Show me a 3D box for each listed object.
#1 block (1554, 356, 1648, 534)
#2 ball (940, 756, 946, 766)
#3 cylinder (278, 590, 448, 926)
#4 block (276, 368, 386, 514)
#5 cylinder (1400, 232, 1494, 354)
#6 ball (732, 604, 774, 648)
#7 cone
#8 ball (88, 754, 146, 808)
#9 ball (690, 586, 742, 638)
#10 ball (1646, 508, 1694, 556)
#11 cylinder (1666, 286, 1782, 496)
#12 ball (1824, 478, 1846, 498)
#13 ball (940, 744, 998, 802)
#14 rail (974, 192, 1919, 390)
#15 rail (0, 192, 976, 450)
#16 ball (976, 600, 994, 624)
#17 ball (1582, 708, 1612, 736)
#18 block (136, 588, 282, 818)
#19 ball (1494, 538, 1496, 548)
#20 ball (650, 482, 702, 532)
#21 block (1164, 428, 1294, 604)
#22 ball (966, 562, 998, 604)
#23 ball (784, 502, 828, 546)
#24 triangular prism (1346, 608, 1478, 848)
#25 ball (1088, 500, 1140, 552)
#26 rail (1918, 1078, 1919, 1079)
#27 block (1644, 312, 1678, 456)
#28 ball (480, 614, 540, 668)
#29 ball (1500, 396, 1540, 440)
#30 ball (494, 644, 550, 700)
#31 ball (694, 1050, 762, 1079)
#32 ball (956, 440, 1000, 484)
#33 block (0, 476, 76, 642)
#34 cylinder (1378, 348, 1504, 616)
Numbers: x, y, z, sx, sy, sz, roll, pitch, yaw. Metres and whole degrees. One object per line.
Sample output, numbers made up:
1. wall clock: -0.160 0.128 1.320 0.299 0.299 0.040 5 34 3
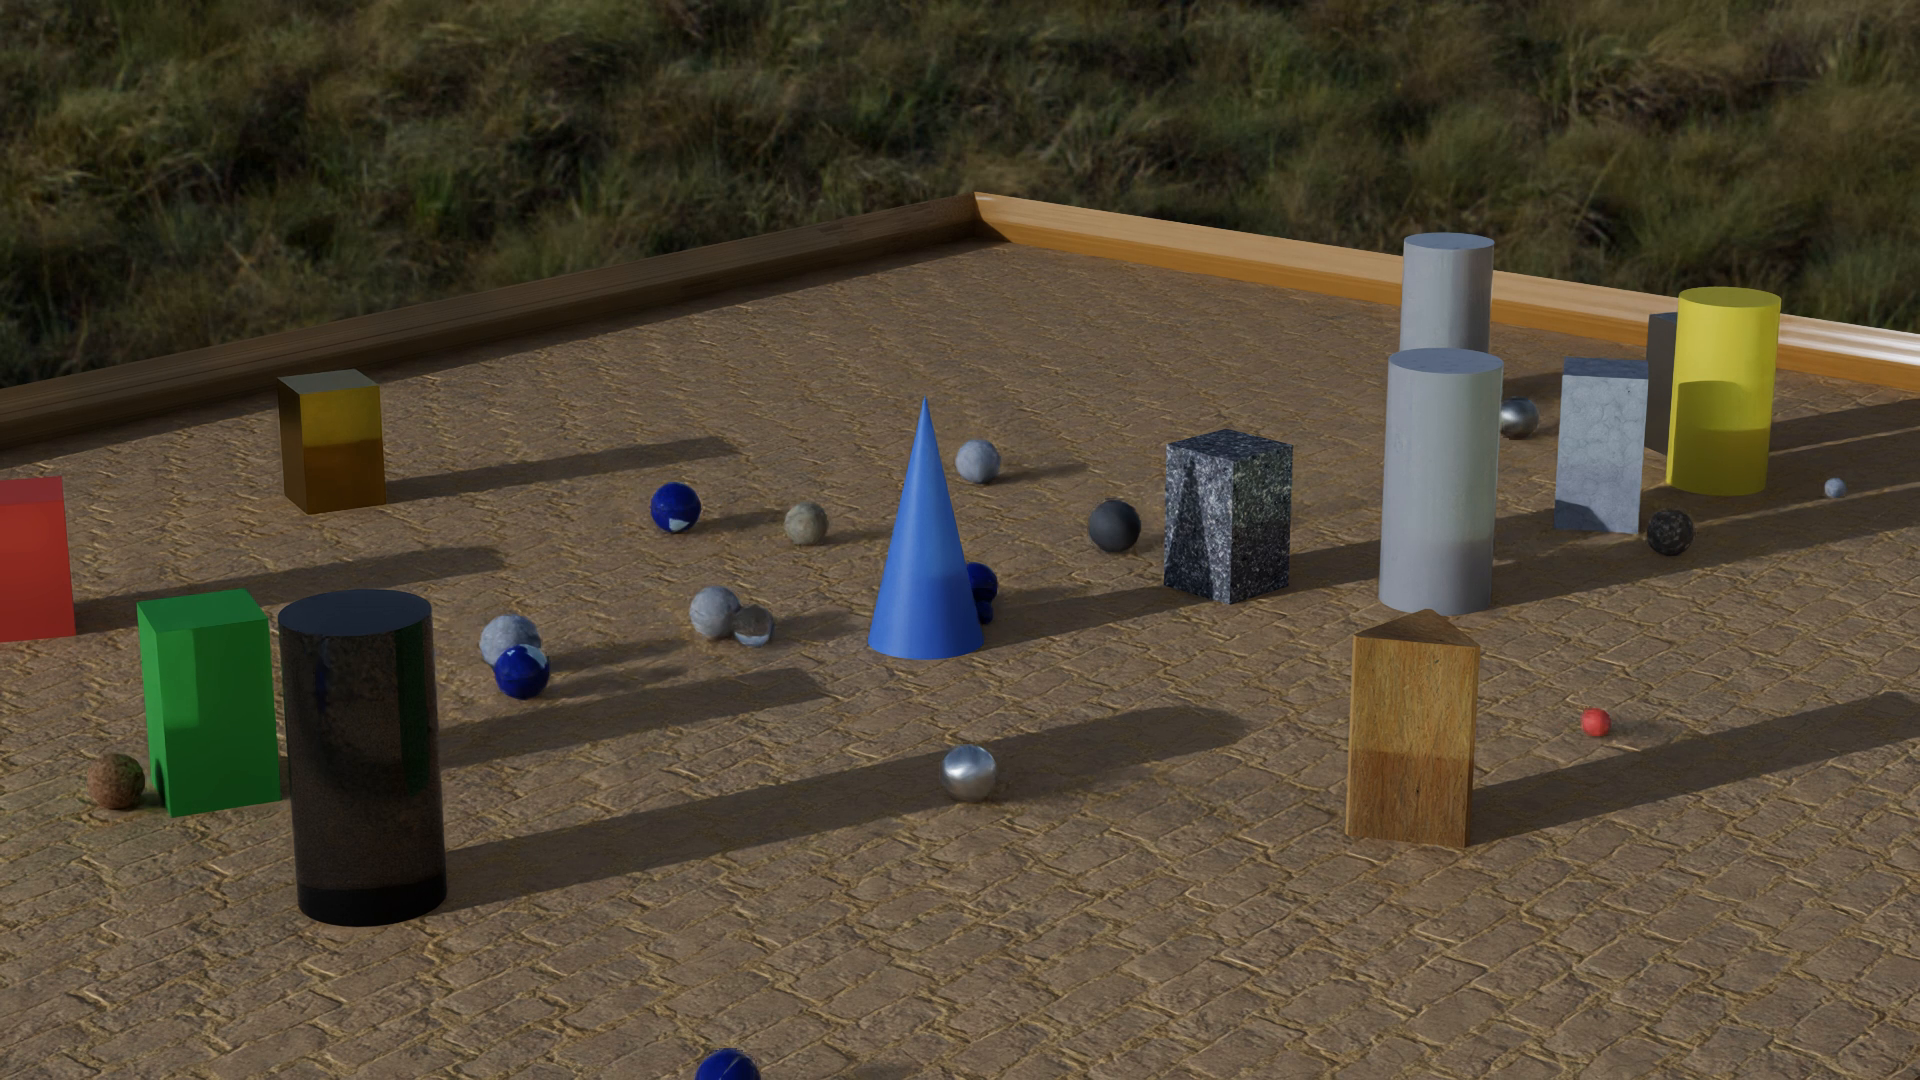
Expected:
1. block: 1.209 -0.180 5.532 0.155 0.296 0.155 4 17 12
2. ball: -0.006 0.332 4.267 0.046 0.046 0.046 0 17 0
3. cylinder: -0.777 0.282 3.825 0.194 0.396 0.194 0 17 0
4. block: -1.216 -0.192 5.672 0.155 0.237 0.155 -9 19 -27
5. cylinder: 1.059 -0.475 6.399 0.194 0.360 0.194 0 17 0
6. ball: -0.342 0.142 4.854 0.070 0.070 0.070 0 17 0
7. cone: -0.057 -0.035 4.830 0.194 0.424 0.194 0 17 0
8. ball: -1.201 0.343 4.174 0.078 0.078 0.078 0 17 0
9. ball: -0.407 0.120 4.894 0.089 0.089 0.089 0 17 0
10. ball: 1.294 -0.014 5.344 0.086 0.086 0.086 0 17 0
11. cylinder: 1.501 -0.294 5.771 0.194 0.376 0.194 0 17 0
12. ball: 1.705 -0.101 5.711 0.041 0.041 0.041 0 17 0
13. ball: 0.013 0.334 4.195 0.083 0.083 0.083 0 17 0
14. rail: 1.635 -0.512 6.923 4.265 0.126 0.045 14 22 39
15. rail: -1.592 -0.368 6.444 0.045 0.126 5.035 14 22 39
16. ball: 0.037 0.123 4.964 0.041 0.041 0.041 0 17 0
17. ball: 0.967 0.277 4.454 0.043 0.043 0.043 0 17 0
18. block: -1.077 0.231 4.204 0.155 0.275 0.155 -8 18 -24
19. ball: 0.944 0.006 5.327 0.057 0.057 0.057 0 17 0
20. ball: -0.532 -0.061 5.484 0.095 0.095 0.095 0 17 0
21. block: 0.470 -0.043 5.143 0.155 0.258 0.155 -15 23 -41
22. ball: 0.025 0.079 5.045 0.082 0.082 0.082 0 17 0
23. ball: -0.283 -0.030 5.405 0.081 0.081 0.081 0 17 0
24. triangular prism: 0.638 0.257 4.090 0.168 0.292 0.146 5 17 15
25. ball: 0.283 -0.025 5.362 0.096 0.096 0.096 0 17 0
26. rail: 1.592 0.431 3.797 0.045 0.126 5.035 14 22 39
27. block: 1.516 -0.318 6.021 0.155 0.277 0.155 -6 18 -20
28. ball: -0.725 0.167 4.724 0.097 0.097 0.097 0 17 0
29. ball: 1.167 -0.257 6.141 0.091 0.091 0.091 0 17 0
30. ball: -0.689 0.207 4.609 0.087 0.087 0.087 0 17 0
31. ball: -0.261 0.611 3.289 0.076 0.076 0.076 0 17 0
32. ball: 0.036 -0.155 5.807 0.089 0.089 0.089 0 17 0
33. block: -1.580 0.032 4.930 0.155 0.237 0.155 -5 18 -17
34. cylinder: 0.826 -0.102 5.048 0.194 0.425 0.194 0 17 0
